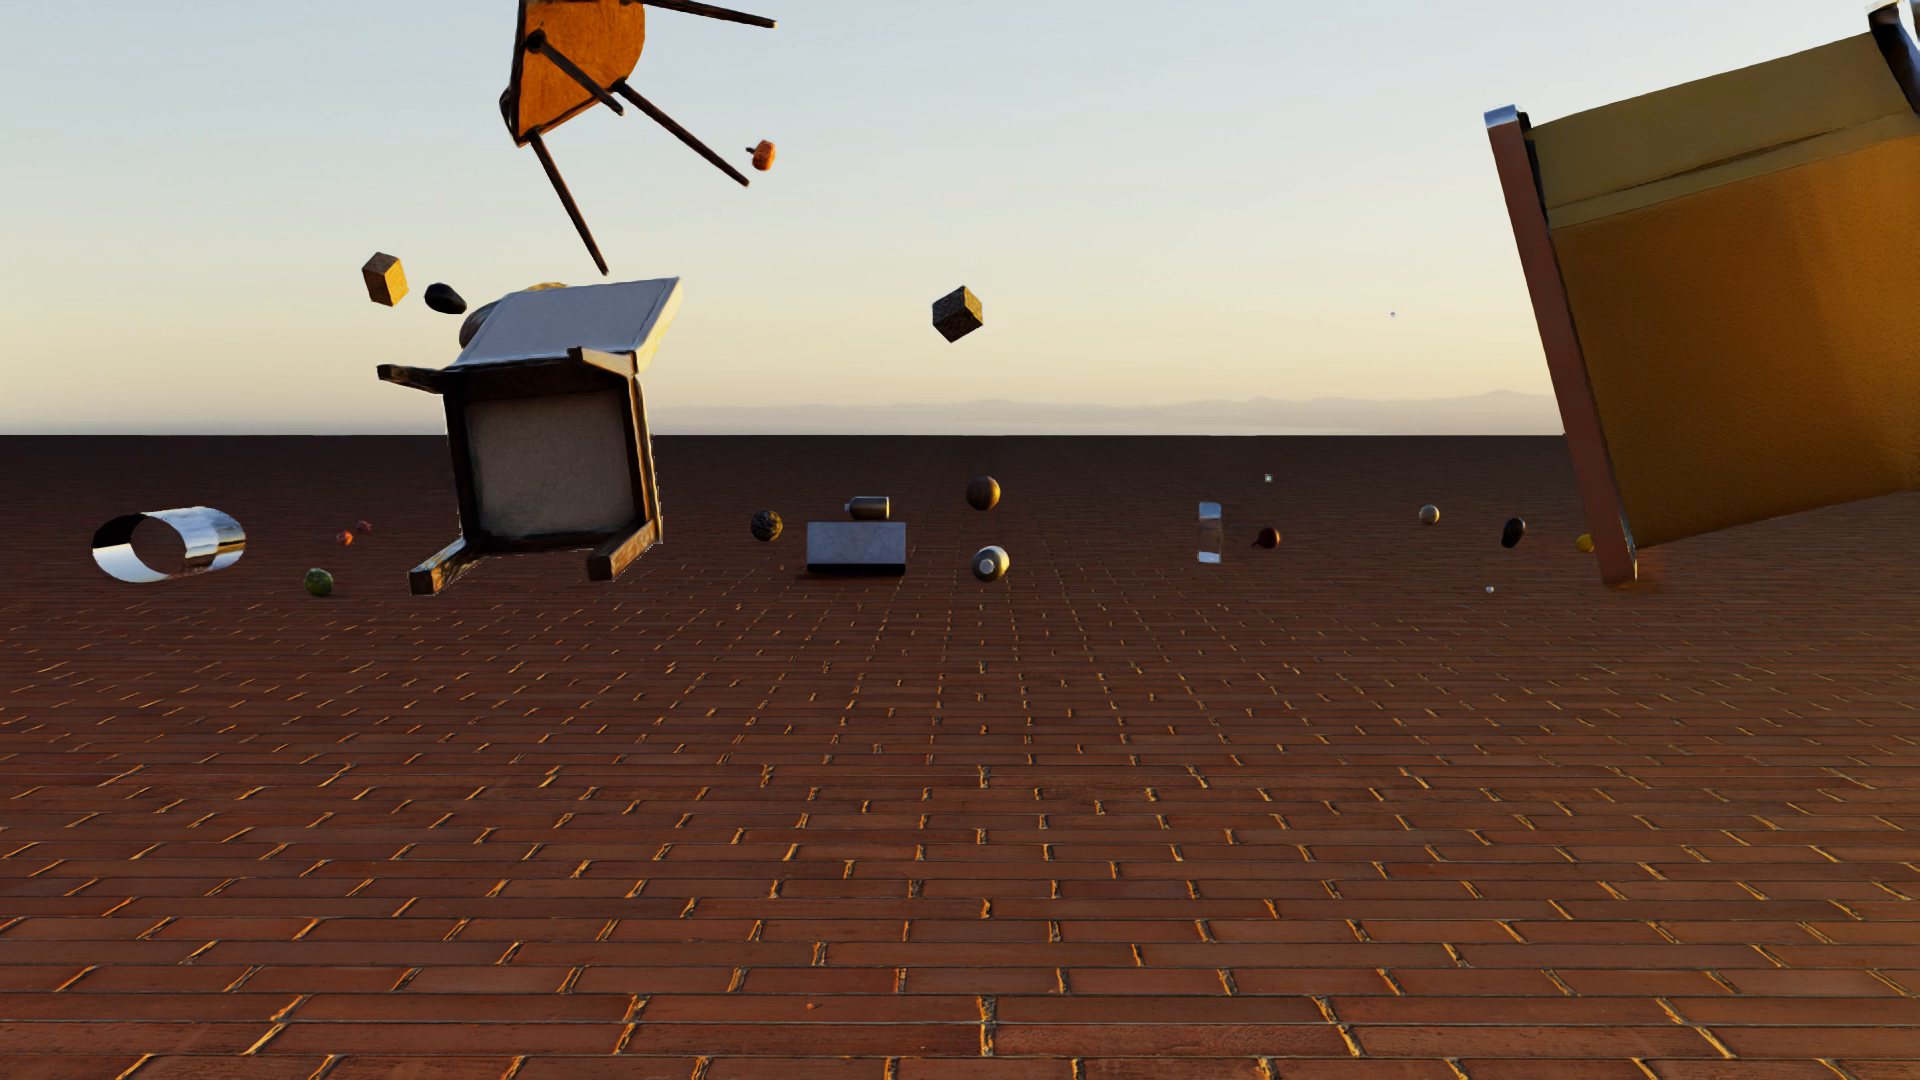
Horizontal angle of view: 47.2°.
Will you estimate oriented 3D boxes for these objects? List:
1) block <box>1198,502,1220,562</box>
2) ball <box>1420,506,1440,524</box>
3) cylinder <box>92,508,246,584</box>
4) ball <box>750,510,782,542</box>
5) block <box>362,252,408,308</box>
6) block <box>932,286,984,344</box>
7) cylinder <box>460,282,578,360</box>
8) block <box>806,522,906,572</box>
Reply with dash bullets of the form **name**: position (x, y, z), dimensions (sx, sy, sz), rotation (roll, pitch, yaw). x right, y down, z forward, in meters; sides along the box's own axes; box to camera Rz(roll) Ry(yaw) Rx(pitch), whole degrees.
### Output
- **block**: position (0.650, -0.020, 5.725), dimensions (0.054, 0.124, 0.120), rotation (0, 20, 5)
- **ball**: position (1.561, -0.084, 7.312), dimensions (0.064, 0.064, 0.064), rotation (0, 4, 0)
- **cylinder**: position (-1.881, 0.009, 5.244), dimensions (0.230, 0.160, 0.318), rotation (3, 4, 6)
- **ball**: position (-0.570, -0.042, 6.473), dimensions (0.093, 0.093, 0.093), rotation (0, 4, 0)
- **block**: position (-1.881, -0.853, 7.197), dimensions (0.088, 0.139, 0.091), rotation (16, 50, 17)
- **block**: position (-0.008, -0.738, 7.191), dimensions (0.132, 0.109, 0.099), rotation (-28, -49, 24)
- **cylinder**: position (-1.360, -0.672, 6.777), dimensions (0.263, 0.171, 0.316), rotation (-34, 16, -37)
- **block**: position (-0.252, 0.018, 5.362), dimensions (0.238, 0.103, 0.098), rotation (0, -13, -2)
